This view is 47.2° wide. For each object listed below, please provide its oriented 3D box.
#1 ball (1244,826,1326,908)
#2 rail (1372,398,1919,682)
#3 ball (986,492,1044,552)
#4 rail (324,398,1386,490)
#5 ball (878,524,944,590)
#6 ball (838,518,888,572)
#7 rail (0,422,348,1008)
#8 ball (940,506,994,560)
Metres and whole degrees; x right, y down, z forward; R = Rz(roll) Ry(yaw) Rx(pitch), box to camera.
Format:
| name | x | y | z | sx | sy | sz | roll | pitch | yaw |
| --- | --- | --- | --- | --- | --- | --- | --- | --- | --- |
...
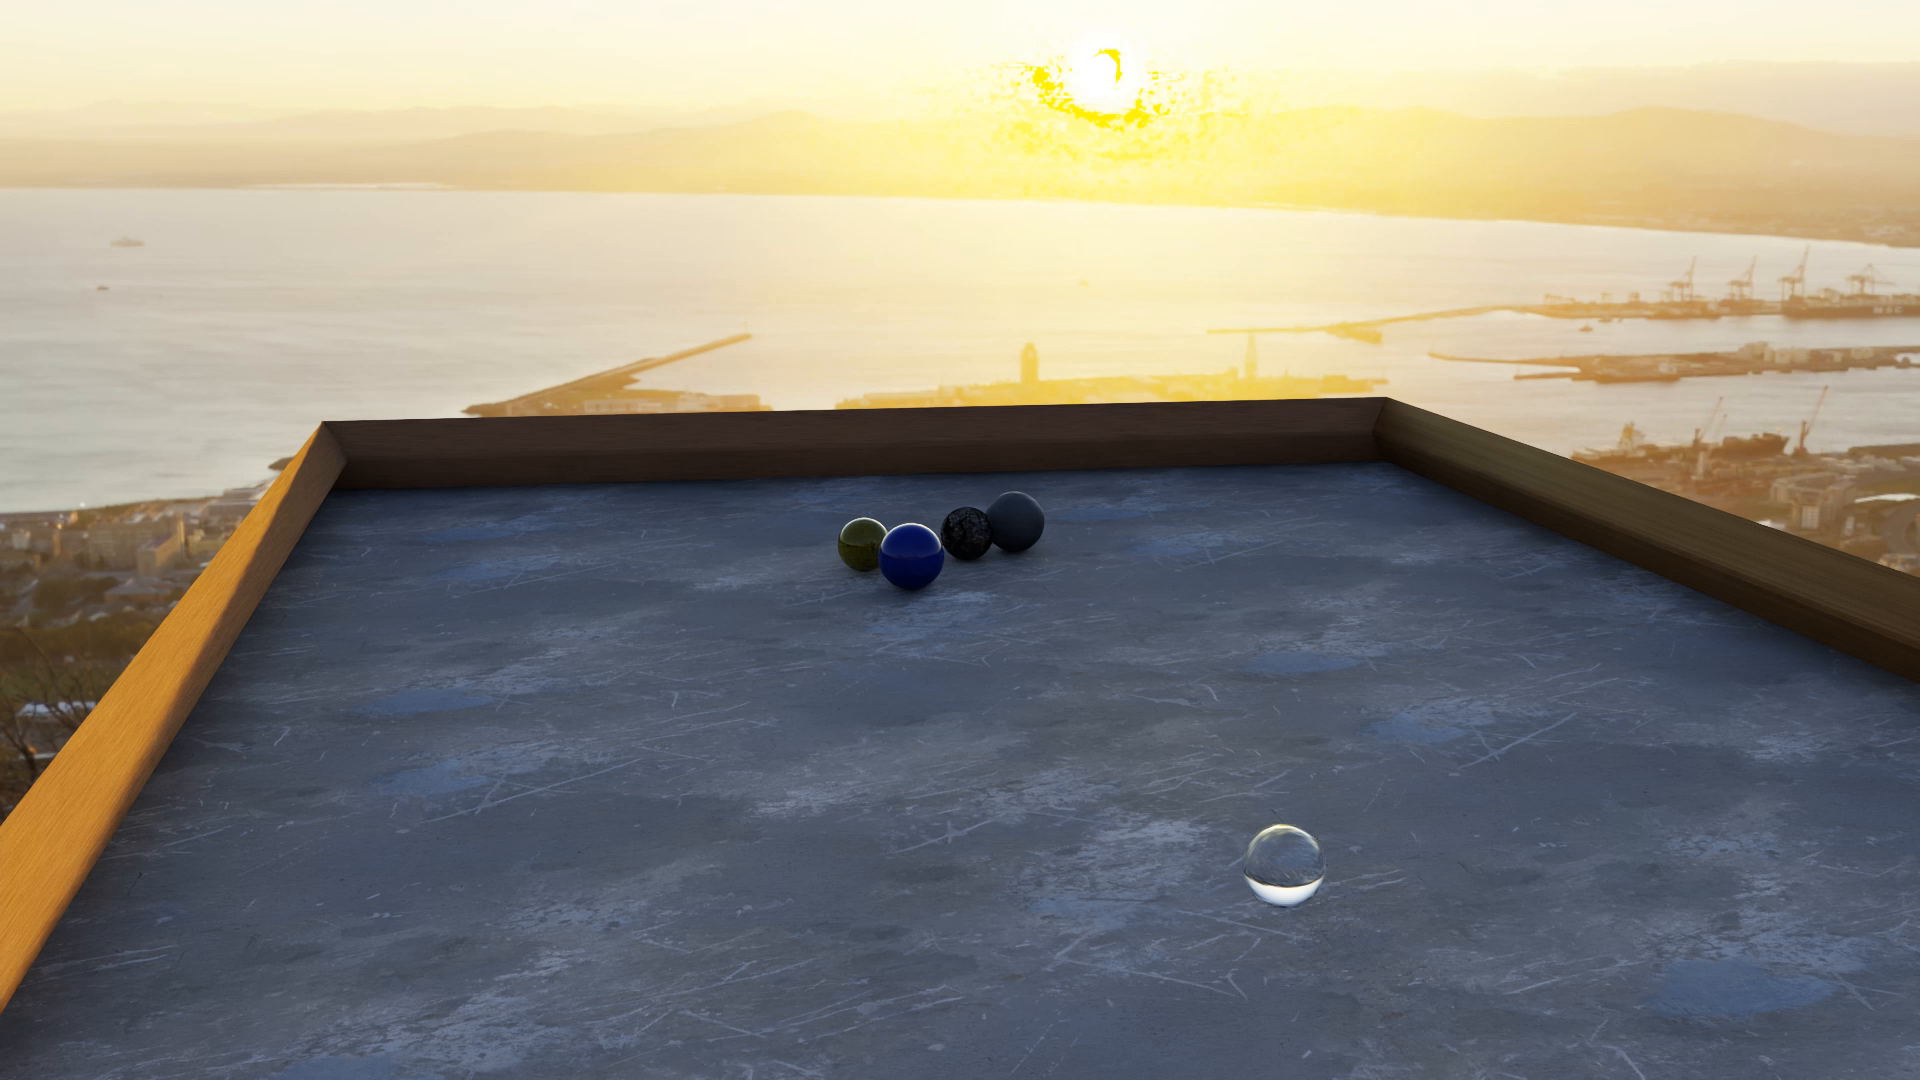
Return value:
| name | x | y | z | sx | sy | sz | roll | pitch | yaw |
| --- | --- | --- | --- | --- | --- | --- | --- | --- | --- |
| ball | 0.263 | 0.265 | 1.787 | 0.066 | 0.066 | 0.066 | 0 | 11 | 0 |
| rail | 1.072 | 0.111 | 2.449 | 0.045 | 0.118 | 3.428 | -2 | 11 | -10 |
| ball | 0.080 | -0.027 | 3.246 | 0.089 | 0.089 | 0.089 | 0 | 11 | 0 |
| rail | -0.145 | -0.173 | 3.923 | 1.922 | 0.118 | 0.045 | -2 | 11 | -10 |
| ball | -0.067 | 0.023 | 2.984 | 0.091 | 0.091 | 0.091 | 0 | 11 | 0 |
| ball | -0.135 | 0.007 | 3.106 | 0.076 | 0.076 | 0.076 | 0 | 11 | 0 |
| rail | -0.774 | 0.172 | 2.128 | 0.045 | 0.118 | 3.428 | -2 | 11 | -10 |
| ball | 0.010 | -0.009 | 3.185 | 0.077 | 0.077 | 0.077 | 0 | 11 | 0 |
